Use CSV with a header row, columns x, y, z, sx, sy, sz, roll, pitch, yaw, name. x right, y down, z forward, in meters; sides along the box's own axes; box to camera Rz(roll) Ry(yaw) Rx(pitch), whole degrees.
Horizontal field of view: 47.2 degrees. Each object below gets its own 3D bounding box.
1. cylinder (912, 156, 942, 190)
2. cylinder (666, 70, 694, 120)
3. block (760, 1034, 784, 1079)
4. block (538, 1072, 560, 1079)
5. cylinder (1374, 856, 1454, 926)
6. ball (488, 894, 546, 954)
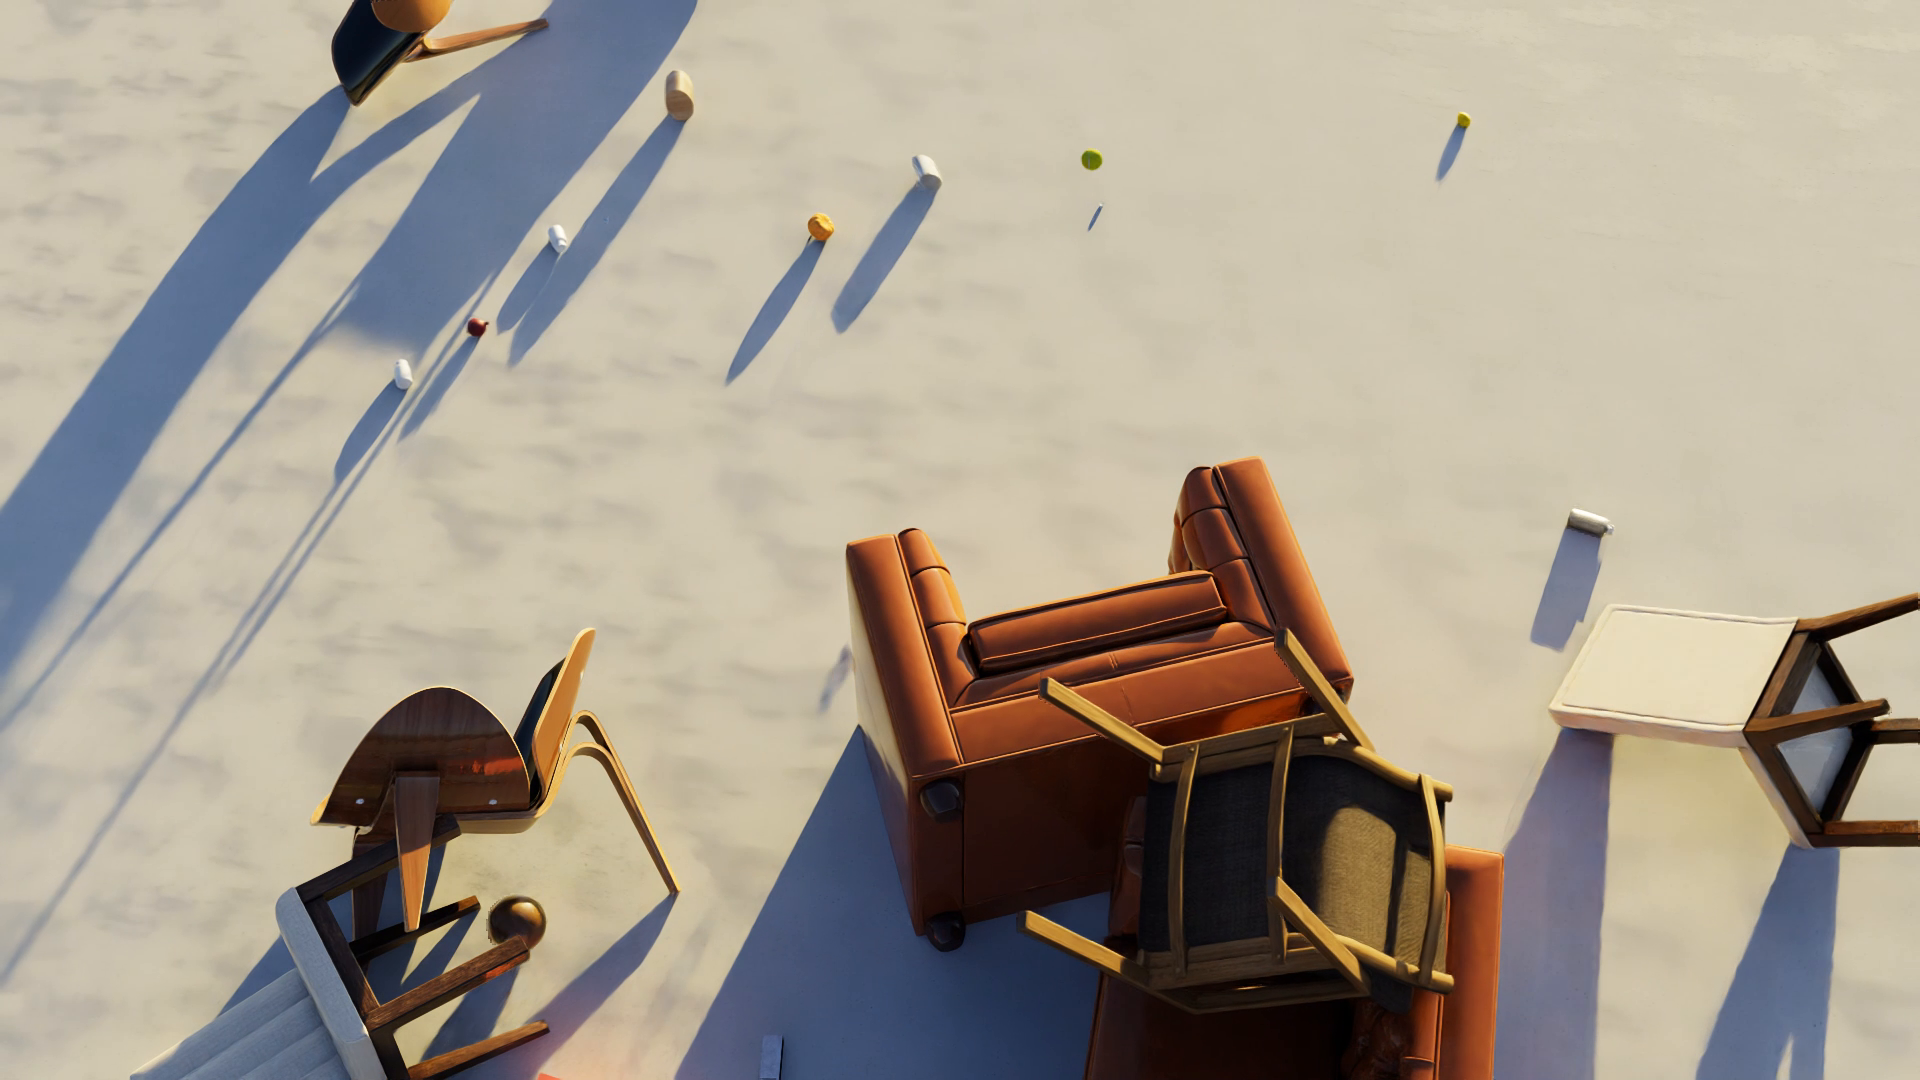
x,y,z,sx,sy,sz,roll,pitch,yaw,name
-0.112,-1.229,7.347,0.059,0.101,0.088,-38,54,24,cylinder
-0.955,-1.516,7.503,0.092,0.147,0.094,-6,56,3,cylinder
-0.484,1.335,5.652,0.049,0.044,0.113,2,56,1,block
-0.992,1.509,5.456,0.199,0.176,0.276,15,57,10,block
1.211,0.936,5.870,0.180,0.122,0.186,-1,70,0,cylinder
-1.167,1.013,5.803,0.152,0.152,0.152,0,56,0,ball
